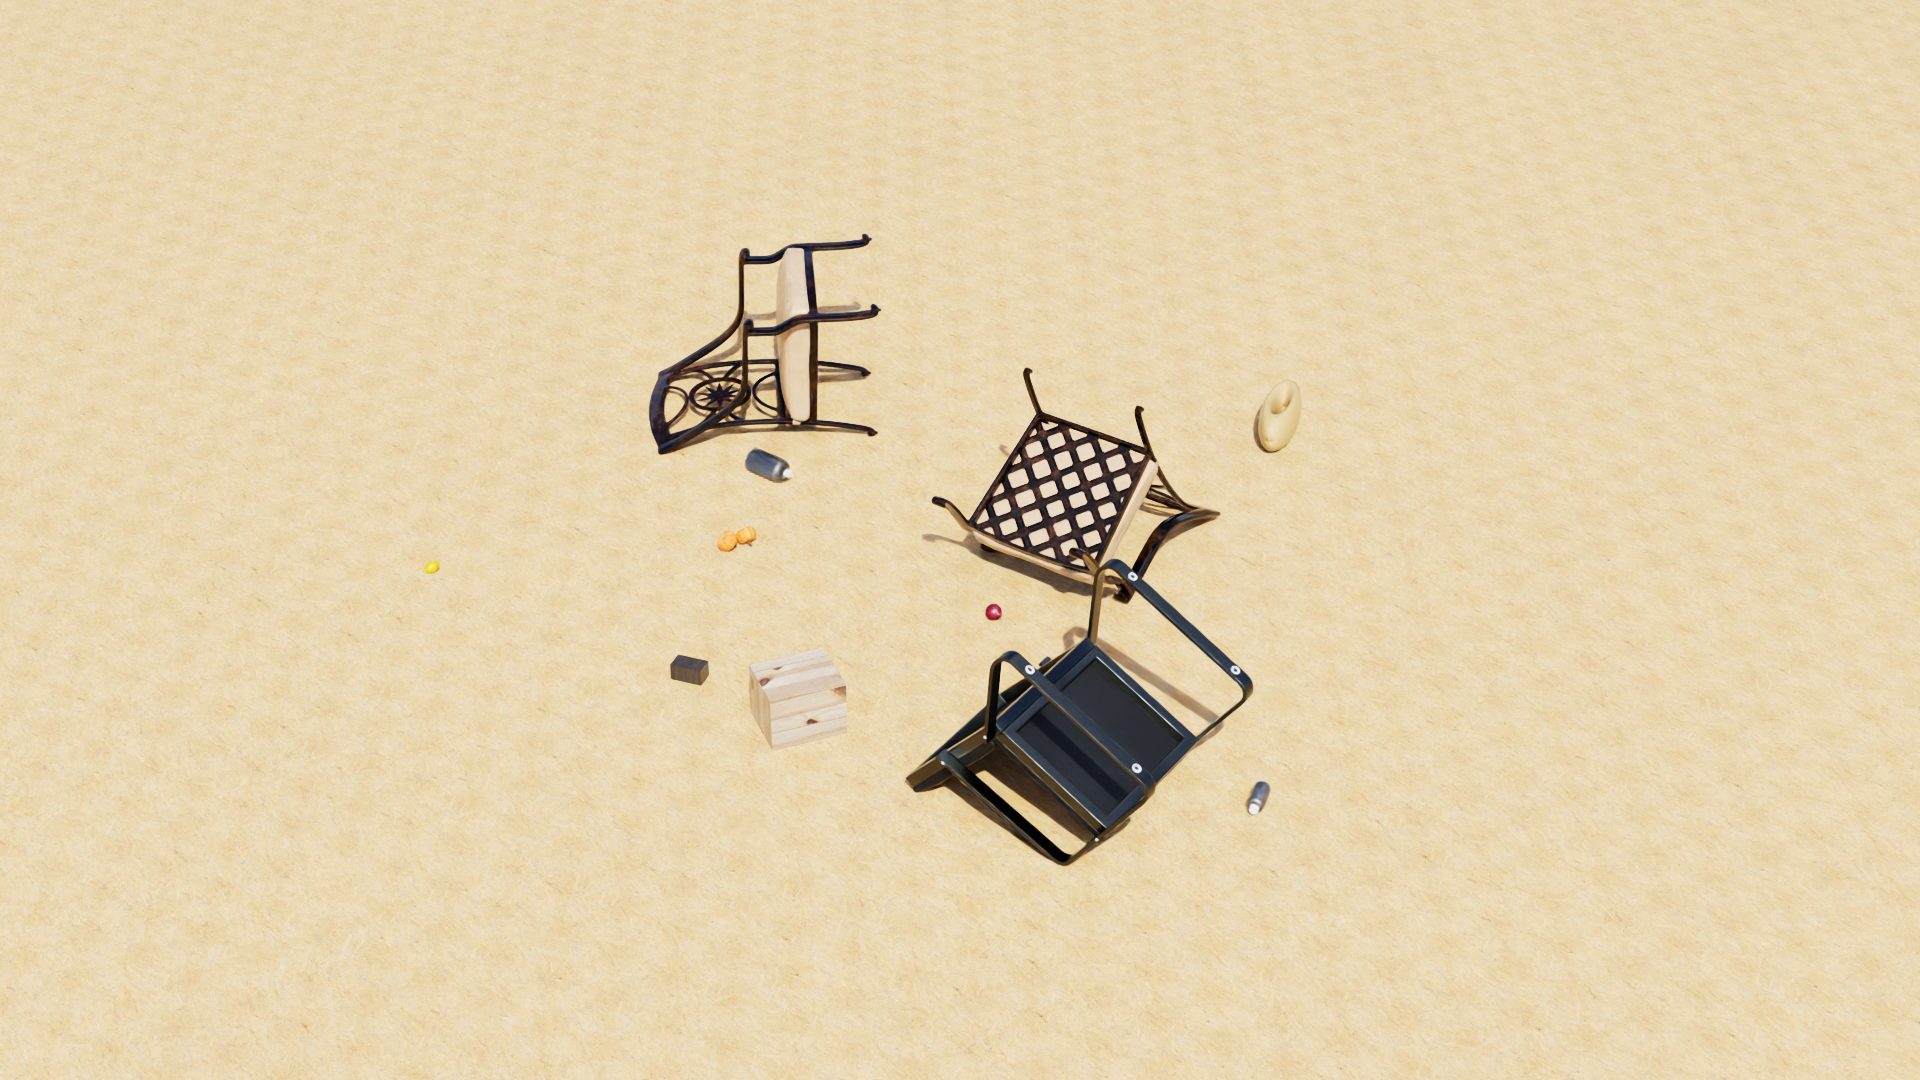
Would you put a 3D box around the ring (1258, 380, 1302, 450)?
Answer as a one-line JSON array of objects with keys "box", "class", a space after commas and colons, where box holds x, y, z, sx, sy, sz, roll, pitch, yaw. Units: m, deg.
[{"box": [1.263, -0.492, 11.560, 0.150, 0.147, 0.435, 7, 33, 16], "class": "ring"}]

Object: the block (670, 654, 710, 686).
[{"box": [-0.941, 0.452, 10.202, 0.116, 0.061, 0.067, 11, 35, 17], "class": "block"}]

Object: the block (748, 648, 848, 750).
[{"box": [-0.548, 0.539, 9.940, 0.269, 0.206, 0.227, -12, 35, -18], "class": "block"}]
